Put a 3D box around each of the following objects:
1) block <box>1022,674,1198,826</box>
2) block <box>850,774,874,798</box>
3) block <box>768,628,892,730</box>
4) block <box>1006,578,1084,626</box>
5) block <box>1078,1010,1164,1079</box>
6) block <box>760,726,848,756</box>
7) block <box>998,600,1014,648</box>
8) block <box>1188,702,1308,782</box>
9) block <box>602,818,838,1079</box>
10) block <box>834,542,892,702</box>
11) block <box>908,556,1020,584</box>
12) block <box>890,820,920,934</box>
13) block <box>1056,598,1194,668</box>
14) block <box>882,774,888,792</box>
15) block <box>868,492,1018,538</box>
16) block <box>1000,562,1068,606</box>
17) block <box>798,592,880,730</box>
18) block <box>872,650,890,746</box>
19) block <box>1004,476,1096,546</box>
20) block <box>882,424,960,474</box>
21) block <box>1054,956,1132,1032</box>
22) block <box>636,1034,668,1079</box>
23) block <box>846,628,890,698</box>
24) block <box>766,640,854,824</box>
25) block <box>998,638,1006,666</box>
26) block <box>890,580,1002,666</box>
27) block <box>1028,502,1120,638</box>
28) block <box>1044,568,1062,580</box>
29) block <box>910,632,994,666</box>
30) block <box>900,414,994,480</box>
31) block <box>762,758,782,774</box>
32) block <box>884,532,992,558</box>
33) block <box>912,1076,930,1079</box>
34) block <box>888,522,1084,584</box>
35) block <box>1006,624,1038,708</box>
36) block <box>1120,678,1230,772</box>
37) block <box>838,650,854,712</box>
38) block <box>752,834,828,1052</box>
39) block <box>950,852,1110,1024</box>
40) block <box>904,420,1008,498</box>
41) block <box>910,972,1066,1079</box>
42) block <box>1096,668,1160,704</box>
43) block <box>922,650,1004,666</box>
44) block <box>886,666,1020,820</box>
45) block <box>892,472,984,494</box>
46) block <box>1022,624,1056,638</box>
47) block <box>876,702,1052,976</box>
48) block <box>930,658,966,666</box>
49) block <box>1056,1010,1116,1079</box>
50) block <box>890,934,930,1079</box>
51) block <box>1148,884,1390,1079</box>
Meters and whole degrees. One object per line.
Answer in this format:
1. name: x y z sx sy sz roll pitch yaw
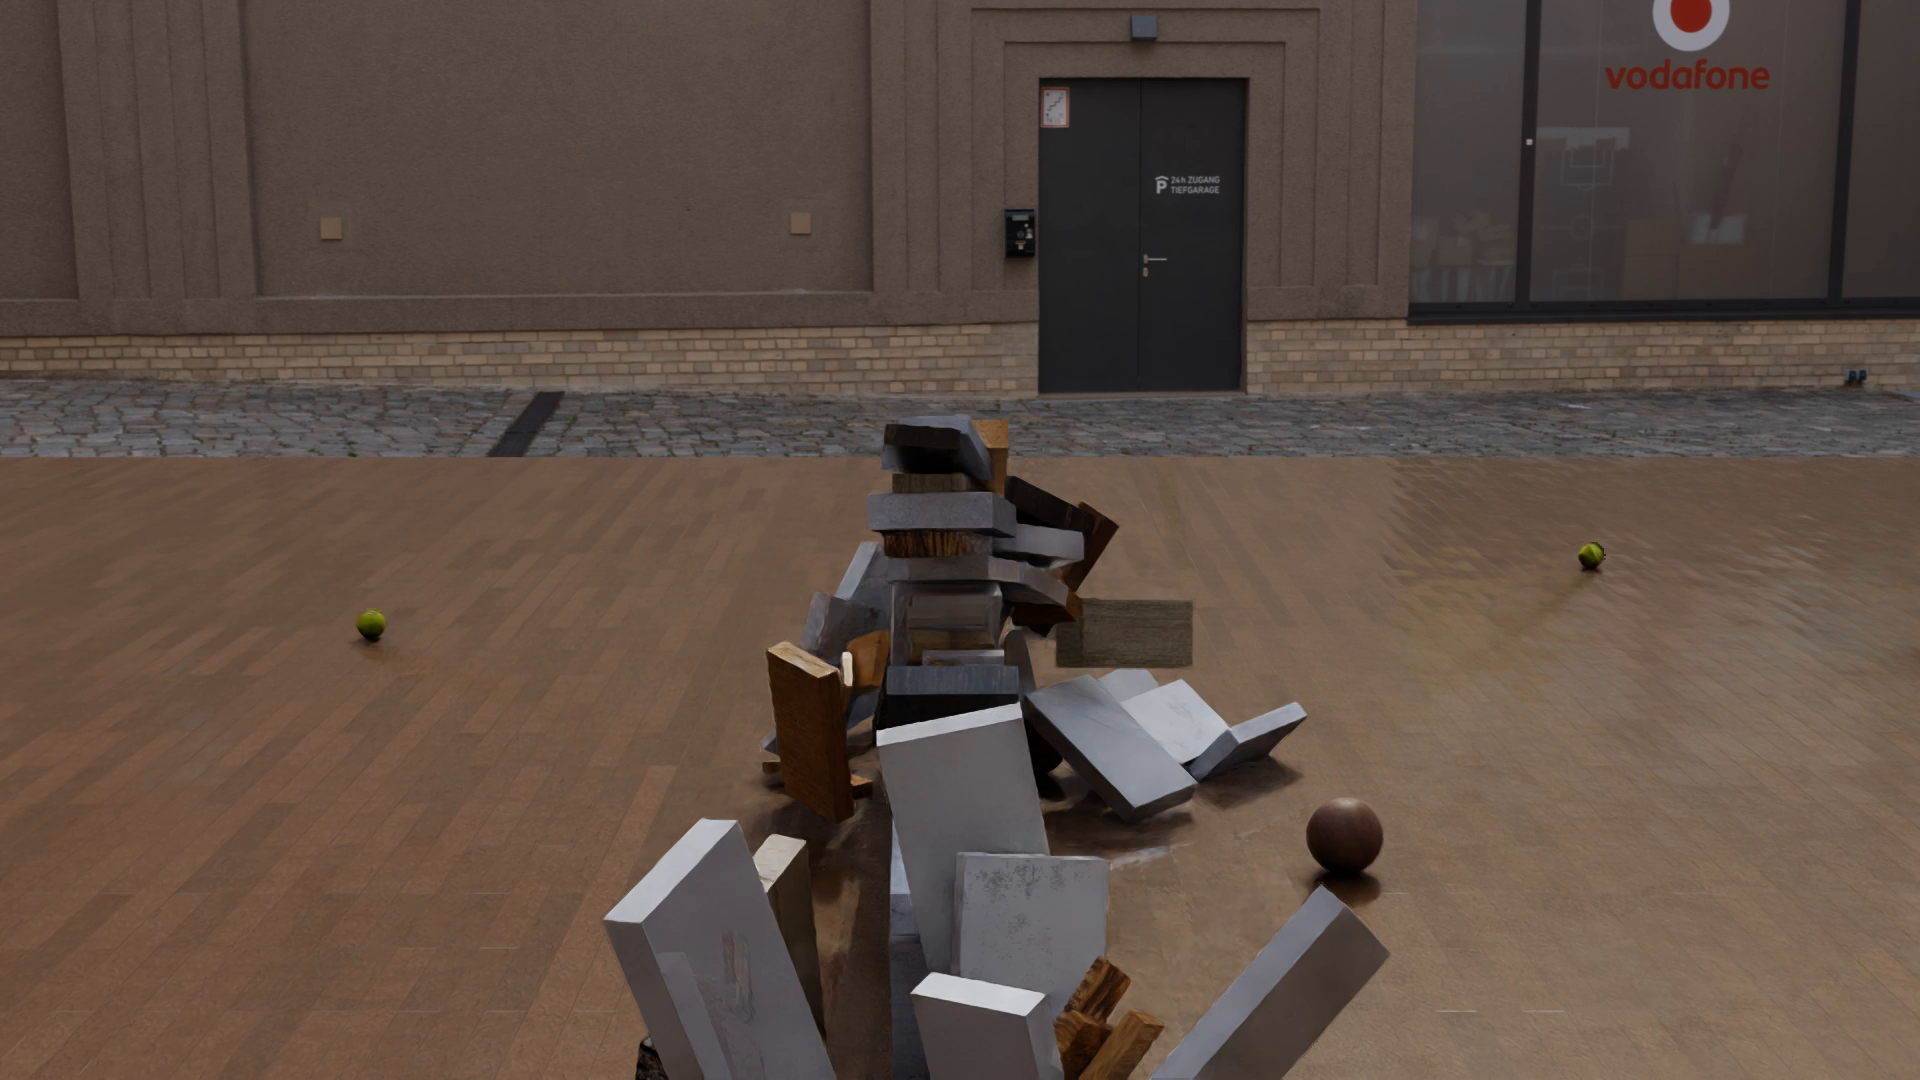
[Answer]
1. block: 0.279 0.391 4.152 0.163 0.046 0.327 -16 47 -37
2. block: -0.247 0.469 4.261 0.078 0.022 0.156 -9 14 -40
3. block: -0.246 0.306 4.593 0.046 0.163 0.381 -3 15 36
4. block: 0.085 0.054 4.133 0.152 0.043 0.304 -6 -40 41
5. block: 0.146 0.565 2.291 0.023 0.166 0.083 36 0 23
6. block: -0.291 0.381 4.121 0.156 0.078 0.022 27 25 -42
7. block: -0.007 0.134 3.562 0.157 0.044 0.313 11 9 6
8. block: 0.572 0.399 4.365 0.264 0.132 0.037 -13 61 -50
9. block: -0.221 0.528 2.265 0.049 0.457 0.174 -3 27 32
10. block: -0.207 0.170 4.379 0.043 0.301 0.150 5 -33 35
11. block: 0.009 0.046 3.299 0.118 0.034 0.237 -1 -3 13
12. block: 0.002 0.411 2.769 0.175 0.050 0.351 0 10 -1
13. block: 0.318 0.181 4.254 0.264 0.132 0.037 0 -3 1
14. block: -0.022 0.379 3.404 0.169 0.048 0.338 0 2 -7
15. block: -0.019 -0.033 3.233 0.173 0.049 0.443 -1 -2 6
16. block: 0.085 0.068 3.570 0.118 0.034 0.237 5 -9 20
17. block: -0.258 0.263 4.240 0.043 0.301 0.150 12 -5 39
18. block: -0.043 0.239 3.441 0.157 0.044 0.313 3 -31 -7
19. block: 0.054 -0.015 3.706 0.173 0.049 0.346 26 -24 -26
20. block: -0.055 -0.122 2.990 0.098 0.028 0.195 5 -9 -3
21. block: 0.139 0.498 2.344 0.050 0.099 0.014 43 -14 -36
22. block: -0.289 0.641 2.374 0.049 0.347 0.174 23 30 22
23. block: -0.173 0.230 4.070 0.029 0.103 0.207 13 -13 -17
24. block: -0.264 0.341 3.895 0.043 0.301 0.150 -25 33 -35
25. block: -0.001 0.174 4.000 0.162 0.046 0.323 0 10 0
26. block: -0.026 0.209 3.285 0.157 0.313 0.044 0 28 -6
27. block: 0.204 0.057 4.346 0.037 0.264 0.132 33 2 -23
28. block: 0.066 -0.003 3.890 0.173 0.049 0.347 13 -20 17
29. block: -0.016 0.247 3.232 0.118 0.236 0.033 1 26 -4
30. block: -0.018 -0.130 3.148 0.098 0.028 0.195 -2 -18 11
31. block: -0.310 0.436 4.342 0.078 0.022 0.156 -3 5 35
32. block: -0.029 0.009 3.238 0.118 0.034 0.237 -1 -2 10
33. block: -0.109 0.733 2.722 0.115 0.033 0.230 -13 7 20
34. block: 0.039 0.030 3.634 0.163 0.046 0.327 8 -15 -34
35. block: 0.116 0.213 4.852 0.049 0.172 1.222 -13 4 1
36. block: 0.400 0.386 4.375 0.172 0.049 0.344 46 32 21
37. block: -0.214 0.261 4.067 0.016 0.058 0.116 11 27 -11
38. block: -0.240 0.562 2.759 0.049 0.347 0.174 10 32 22
39. block: 0.074 0.525 2.482 0.167 0.334 0.047 4 -4 -12
40. block: -0.007 -0.114 3.336 0.152 0.043 0.304 0 -16 0
41. block: 0.045 0.576 2.221 0.139 0.278 0.039 3 25 36
42. block: 0.329 0.360 4.471 0.049 0.172 0.344 -43 -12 28
43. block: 0.006 0.368 3.204 0.118 0.424 0.033 0 14 0
44. block: -0.008 0.356 2.979 0.167 0.537 0.047 0 48 0
45. block: -0.028 -0.073 3.183 0.098 0.028 0.310 -1 -2 6
46. block: 0.182 0.218 5.595 0.202 0.029 0.101 3 11 14
47. block: 0.020 0.365 2.543 0.167 0.334 0.047 -11 17 1
48. block: -0.016 0.250 3.096 0.076 0.152 0.022 11 3 0
49. block: 0.104 0.581 2.323 0.083 0.166 0.023 31 3 -43
50. block: 0.001 0.592 2.790 0.175 0.351 0.050 0 45 0
51. block: 0.316 0.486 2.240 0.038 0.266 0.133 39 -5 44
